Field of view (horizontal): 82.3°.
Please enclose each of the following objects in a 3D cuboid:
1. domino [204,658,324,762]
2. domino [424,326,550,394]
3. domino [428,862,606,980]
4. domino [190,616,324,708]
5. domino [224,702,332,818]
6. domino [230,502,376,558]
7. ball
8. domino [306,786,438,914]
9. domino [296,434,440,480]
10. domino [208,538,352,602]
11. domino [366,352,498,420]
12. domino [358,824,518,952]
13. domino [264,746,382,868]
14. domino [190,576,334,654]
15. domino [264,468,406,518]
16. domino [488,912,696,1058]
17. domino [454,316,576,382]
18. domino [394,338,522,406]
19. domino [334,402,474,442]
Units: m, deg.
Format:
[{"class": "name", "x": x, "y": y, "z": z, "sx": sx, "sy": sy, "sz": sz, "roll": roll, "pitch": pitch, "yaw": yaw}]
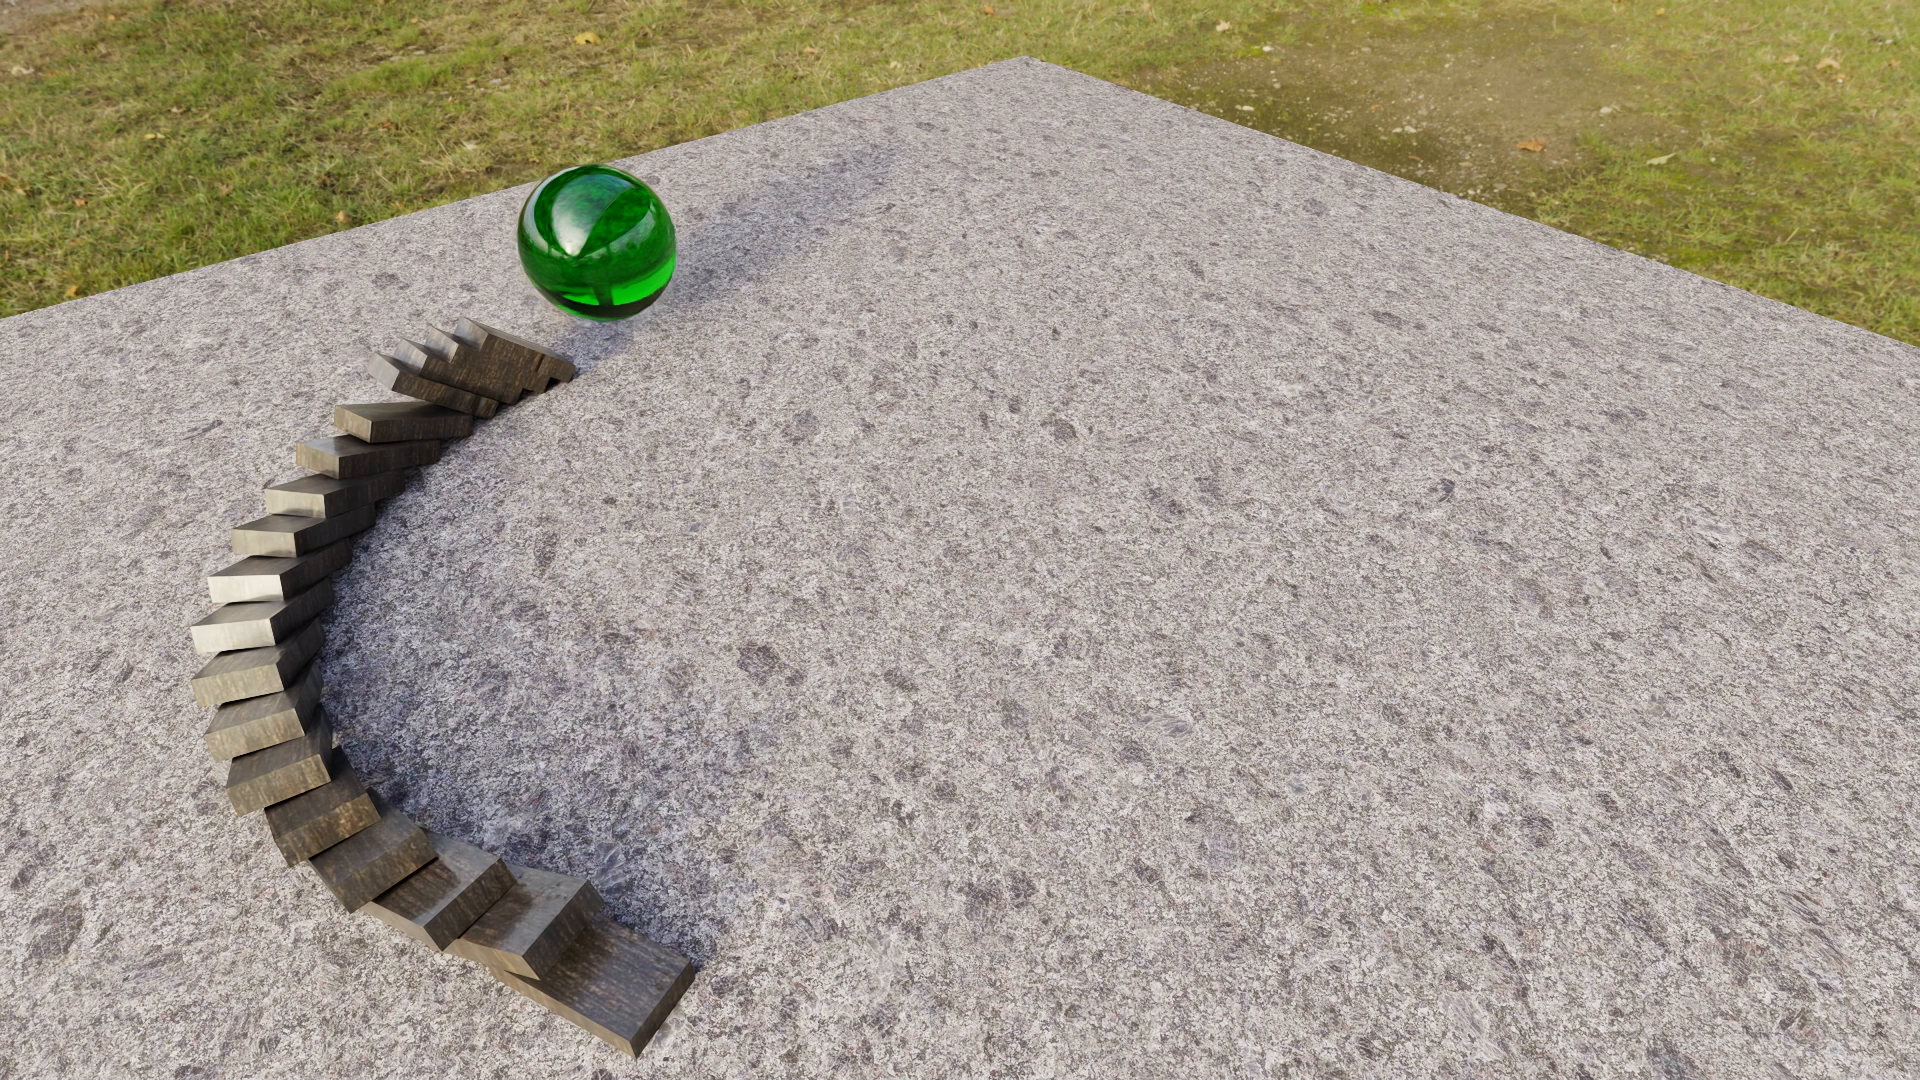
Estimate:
[{"class": "domino", "x": -0.227, "y": 0.055, "z": 0.361, "sx": 0.025, "sy": 0.010, "sz": 0.050, "roll": -17, "pitch": 19, "yaw": -20}, {"class": "domino", "x": -0.224, "y": -0.085, "z": 0.523, "sx": 0.025, "sy": 0.009, "sz": 0.050, "roll": 31, "pitch": 7, "yaw": 32}, {"class": "domino", "x": -0.125, "y": 0.103, "z": 0.303, "sx": 0.050, "sy": 0.009, "sz": 0.025, "roll": -3, "pitch": 33, "yaw": 33}, {"class": "domino", "x": -0.240, "y": 0.041, "z": 0.378, "sx": 0.025, "sy": 0.010, "sz": 0.050, "roll": -11, "pitch": 17, "yaw": -13}, {"class": "domino", "x": -0.213, "y": 0.068, "z": 0.345, "sx": 0.025, "sy": 0.010, "sz": 0.050, "roll": -21, "pitch": 20, "yaw": -24}, {"class": "domino", "x": -0.258, "y": -0.005, "z": 0.435, "sx": 0.025, "sy": 0.010, "sz": 0.050, "roll": 3, "pitch": 16, "yaw": 4}, {"class": "ball", "x": -0.190, "y": -0.156, "z": 0.578, "sx": 0.080, "sy": 0.080, "sz": 0.080, "roll": 0, "pitch": 39, "yaw": 0}, {"class": "domino", "x": -0.174, "y": 0.089, "z": 0.320, "sx": 0.050, "sy": 0.010, "sz": 0.025, "roll": 6, "pitch": 33, "yaw": 47}, {"class": "domino", "x": -0.255, "y": -0.038, "z": 0.475, "sx": 0.025, "sy": 0.009, "sz": 0.050, "roll": 17, "pitch": 19, "yaw": 20}, {"class": "domino", "x": -0.255, "y": 0.011, "z": 0.415, "sx": 0.025, "sy": 0.010, "sz": 0.050, "roll": -2, "pitch": 16, "yaw": -2}, {"class": "domino", "x": -0.242, "y": -0.070, "z": 0.505, "sx": 0.025, "sy": 0.009, "sz": 0.050, "roll": 31, "pitch": 7, "yaw": 32}, {"class": "domino", "x": -0.151, "y": 0.097, "z": 0.311, "sx": 0.050, "sy": 0.009, "sz": 0.025, "roll": 2, "pitch": 34, "yaw": 38}, {"class": "domino", "x": -0.194, "y": 0.079, "z": 0.332, "sx": 0.025, "sy": 0.009, "sz": 0.050, "roll": -29, "pitch": 24, "yaw": -30}, {"class": "domino", "x": -0.250, "y": 0.026, "z": 0.396, "sx": 0.025, "sy": 0.009, "sz": 0.050, "roll": -6, "pitch": 16, "yaw": -7}, {"class": "domino", "x": -0.256, "y": -0.021, "z": 0.453, "sx": 0.025, "sy": 0.010, "sz": 0.050, "roll": 6, "pitch": 16, "yaw": 7}, {"class": "domino", "x": -0.101, "y": 0.117, "z": 0.300, "sx": 0.050, "sy": 0.009, "sz": 0.025, "roll": 18, "pitch": 43, "yaw": 20}, {"class": "domino", "x": -0.214, "y": -0.092, "z": 0.531, "sx": 0.025, "sy": 0.009, "sz": 0.050, "roll": 31, "pitch": 7, "yaw": 32}, {"class": "domino", "x": -0.234, "y": -0.079, "z": 0.515, "sx": 0.025, "sy": 0.009, "sz": 0.050, "roll": 31, "pitch": 7, "yaw": 32}, {"class": "domino", "x": -0.248, "y": -0.053, "z": 0.492, "sx": 0.025, "sy": 0.009, "sz": 0.050, "roll": 21, "pitch": 18, "yaw": 24}]
